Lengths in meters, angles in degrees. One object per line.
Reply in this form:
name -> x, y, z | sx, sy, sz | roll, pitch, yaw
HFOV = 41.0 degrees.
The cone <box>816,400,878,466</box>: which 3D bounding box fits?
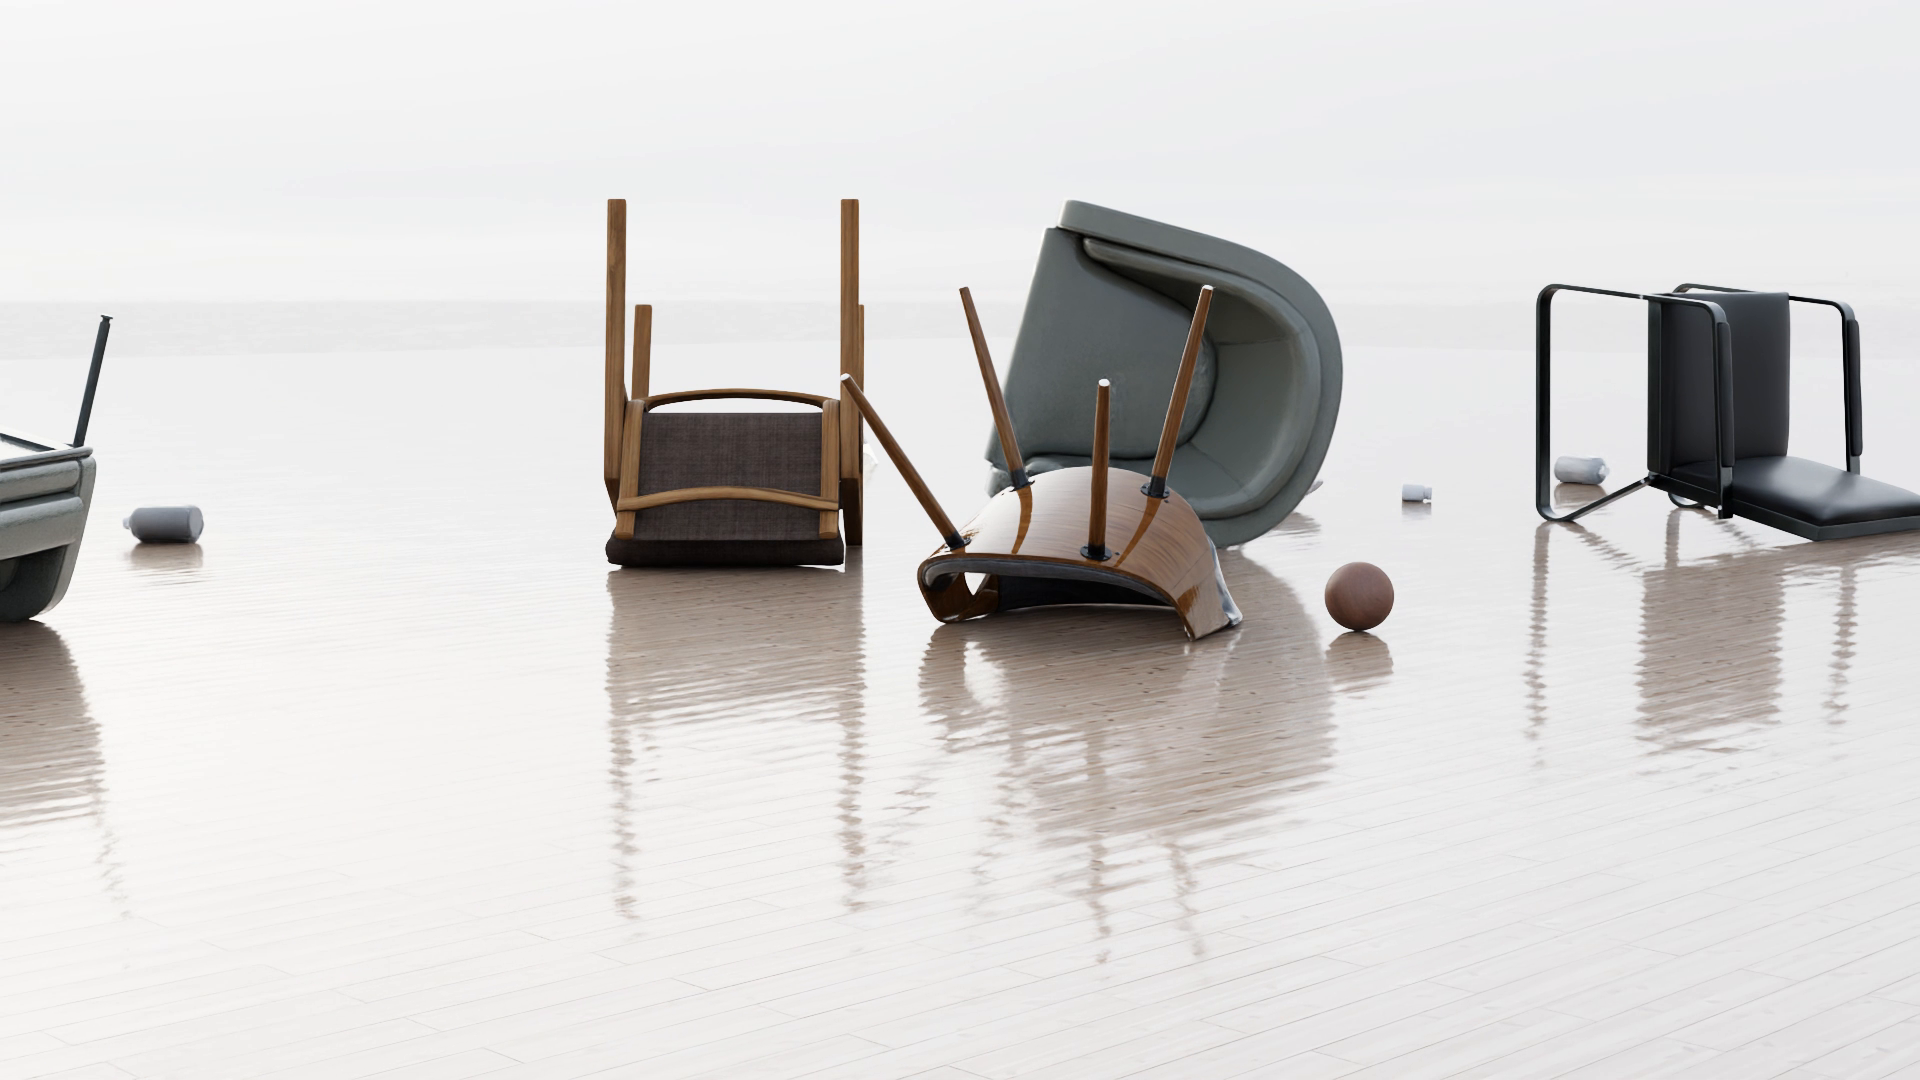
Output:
cone -> -0.399, -0.385, 9.054 | 0.223, 0.224, 0.312 | 0, 6, 1
